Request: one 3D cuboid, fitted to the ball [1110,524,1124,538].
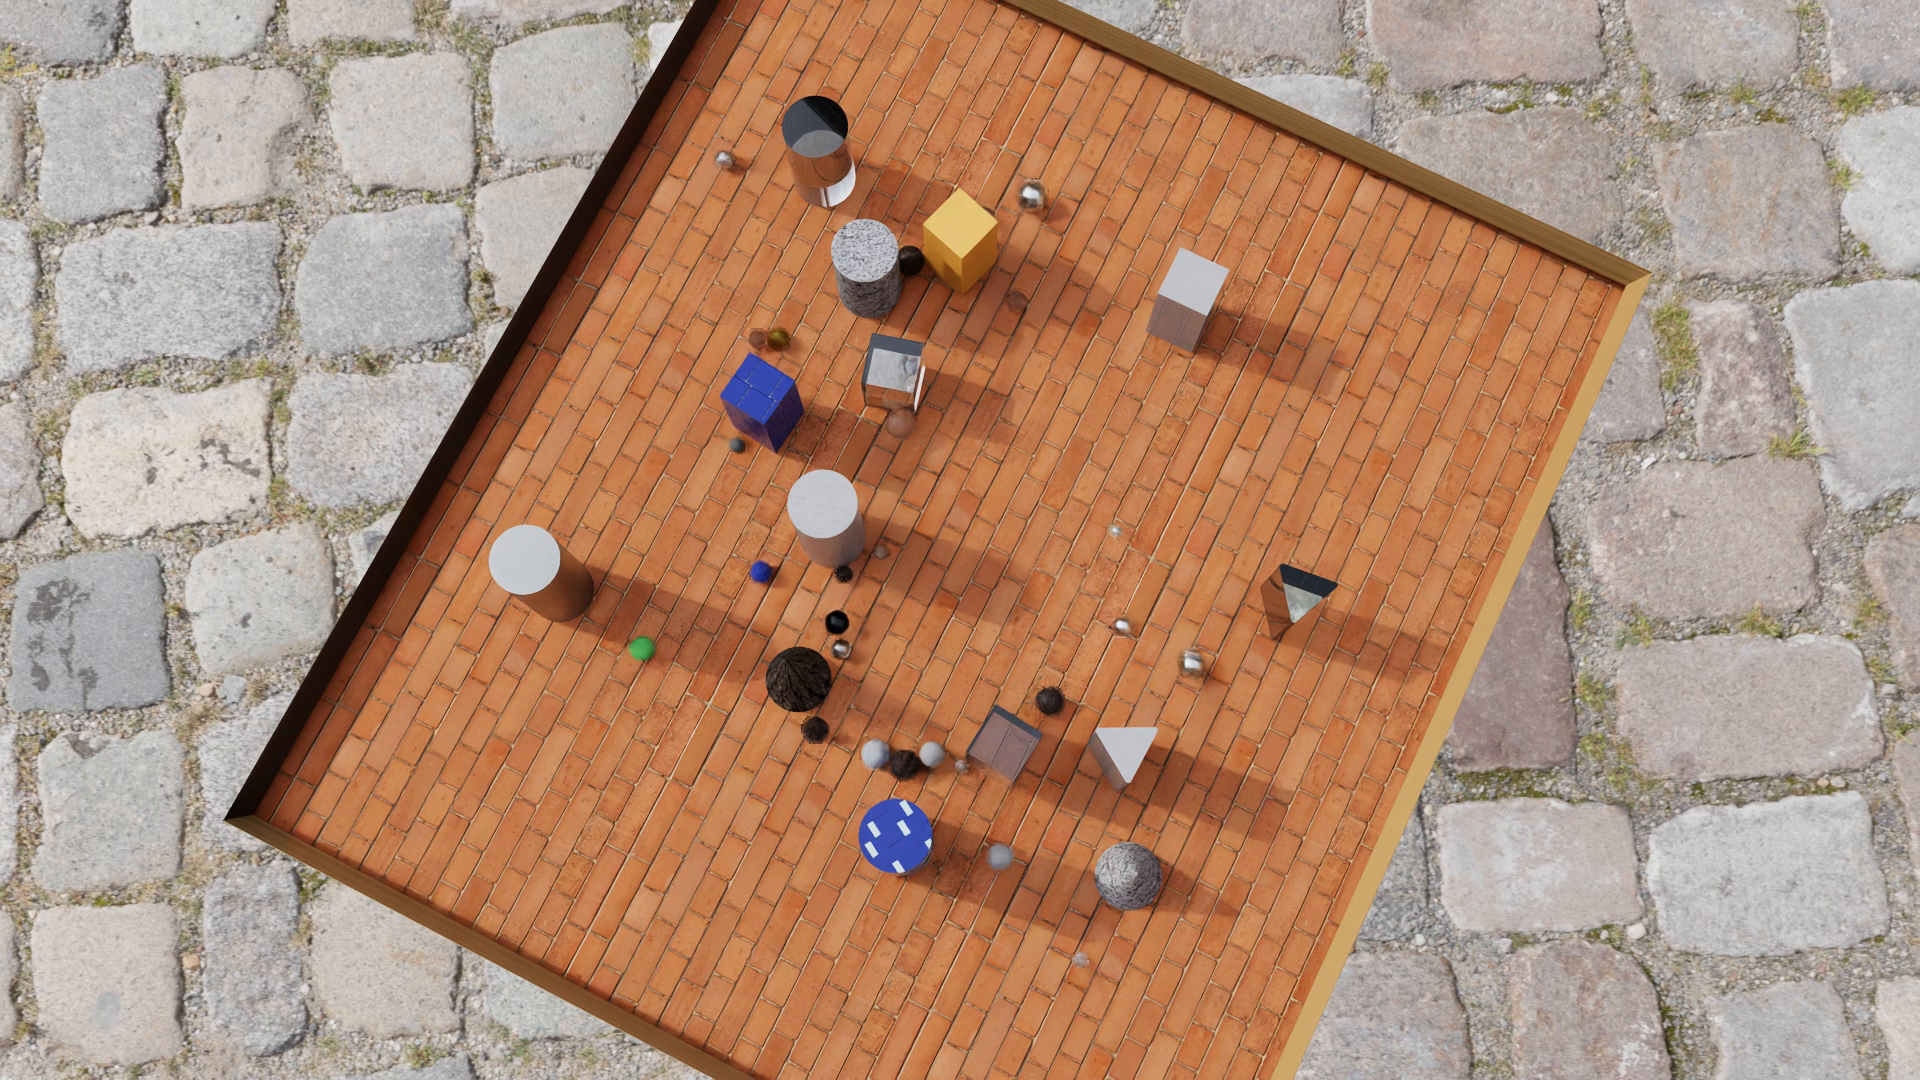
[{"bbox_3d":[0.478,-0.026,5.601,0.041,0.041,0.041,0,78,0],"label":"ball"}]

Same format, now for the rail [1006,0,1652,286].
[{"bbox_3d":[0.752,-1.467,5.853,3.077,0.129,0.045,26,80,5],"label":"rail"}]

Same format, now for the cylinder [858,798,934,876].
[{"bbox_3d":[-0.175,0.849,5.198,0.199,0.476,0.199,0,78,0],"label":"cylinder"}]

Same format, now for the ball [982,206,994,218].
[{"bbox_3d":[0.078,-1.023,5.797,0.062,0.062,0.062,0,78,0],"label":"ball"}]

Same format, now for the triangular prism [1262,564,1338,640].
[{"bbox_3d":[0.966,0.160,5.407,0.173,0.345,0.150,-39,81,-7],"label":"triangular prism"}]

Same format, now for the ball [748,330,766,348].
[{"bbox_3d":[-0.631,-0.626,5.717,0.057,0.057,0.057,0,78,0],"label":"ball"}]

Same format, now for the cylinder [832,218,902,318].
[{"bbox_3d":[-0.284,-0.828,5.617,0.199,0.336,0.199,0,78,0],"label":"cylinder"}]

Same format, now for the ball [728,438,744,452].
[{"bbox_3d":[-0.690,-0.293,5.654,0.046,0.046,0.046,0,78,0],"label":"ball"}]

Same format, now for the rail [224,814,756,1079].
[{"bbox_3d":[-0.752,1.480,5.243,3.077,0.129,0.045,26,80,5],"label":"rail"}]

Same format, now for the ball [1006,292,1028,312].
[{"bbox_3d":[0.180,-0.745,5.736,0.068,0.068,0.068,0,78,0],"label":"ball"}]

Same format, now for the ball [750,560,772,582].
[{"bbox_3d":[-0.604,0.096,5.563,0.067,0.067,0.067,0,78,0],"label":"ball"}]

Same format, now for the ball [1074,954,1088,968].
[{"bbox_3d":[0.354,1.228,5.342,0.040,0.040,0.040,0,78,0],"label":"ball"}]

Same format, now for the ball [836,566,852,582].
[{"bbox_3d":[-0.352,0.103,5.569,0.052,0.052,0.052,0,78,0],"label":"ball"}]

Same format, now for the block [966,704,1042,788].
[{"bbox_3d":[0.126,0.604,5.330,0.159,0.317,0.159,32,80,6],"label":"block"}]

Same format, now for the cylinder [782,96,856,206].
[{"bbox_3d":[-0.434,-1.197,5.667,0.199,0.386,0.199,0,78,0],"label":"cylinder"}]

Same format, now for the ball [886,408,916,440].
[{"bbox_3d":[-0.183,-0.357,5.643,0.094,0.094,0.094,0,78,0],"label":"ball"}]

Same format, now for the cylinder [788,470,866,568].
[{"bbox_3d":[-0.388,-0.057,5.399,0.199,0.449,0.199,0,78,0],"label":"cylinder"}]

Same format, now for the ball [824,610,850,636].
[{"bbox_3d":[-0.372,0.249,5.527,0.075,0.075,0.075,0,78,0],"label":"ball"}]

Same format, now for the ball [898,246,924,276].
[{"bbox_3d":[-0.158,-0.877,5.750,0.095,0.095,0.095,0,78,0],"label":"ball"}]

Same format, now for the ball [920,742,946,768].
[{"bbox_3d":[-0.082,0.637,5.445,0.078,0.078,0.078,0,78,0],"label":"ball"}]

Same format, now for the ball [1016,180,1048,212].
[{"bbox_3d":[0.226,-1.084,5.790,0.100,0.100,0.100,0,78,0],"label":"ball"}]

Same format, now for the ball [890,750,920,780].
[{"bbox_3d":[-0.164,0.666,5.434,0.089,0.089,0.089,0,78,0],"label":"ball"}]

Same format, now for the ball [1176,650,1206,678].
[{"bbox_3d":[0.693,0.374,5.496,0.085,0.085,0.085,0,78,0],"label":"ball"}]

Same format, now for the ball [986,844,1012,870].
[{"bbox_3d":[0.116,0.933,5.384,0.077,0.077,0.077,0,78,0],"label":"ball"}]

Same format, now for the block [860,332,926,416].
[{"bbox_3d":[-0.202,-0.505,5.596,0.159,0.246,0.159,11,79,2],"label":"block"}]

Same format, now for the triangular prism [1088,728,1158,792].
[{"bbox_3d":[0.488,0.603,5.297,0.150,0.382,0.173,-30,80,-6],"label":"triangular prism"}]

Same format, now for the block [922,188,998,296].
[{"bbox_3d":[0.002,-0.912,5.634,0.159,0.336,0.159,43,81,8],"label":"block"}]

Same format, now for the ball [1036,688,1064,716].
[{"bbox_3d":[0.267,0.482,5.474,0.084,0.084,0.084,0,78,0],"label":"ball"}]

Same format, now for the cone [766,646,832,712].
[{"bbox_3d":[-0.487,0.377,5.321,0.199,0.427,0.199,0,78,0],"label":"cone"}]

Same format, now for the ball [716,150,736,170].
[{"bbox_3d":[-0.747,-1.212,5.835,0.063,0.063,0.063,0,78,0],"label":"ball"}]

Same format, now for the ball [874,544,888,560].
[{"bbox_3d":[-0.240,0.036,5.585,0.047,0.047,0.047,0,78,0],"label":"ball"}]

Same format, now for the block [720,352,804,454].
[{"bbox_3d":[-0.593,-0.409,5.527,0.159,0.342,0.159,33,80,6],"label":"block"}]

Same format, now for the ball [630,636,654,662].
[{"bbox_3d":[-0.957,0.327,5.511,0.074,0.074,0.074,0,78,0],"label":"ball"}]

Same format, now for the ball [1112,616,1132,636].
[{"bbox_3d":[0.488,0.259,5.531,0.062,0.062,0.062,0,78,0],"label":"ball"}]

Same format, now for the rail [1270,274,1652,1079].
[{"bbox_3d":[1.355,0.670,5.411,0.045,0.129,3.412,26,80,5],"label":"rail"}]

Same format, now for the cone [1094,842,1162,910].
[{"bbox_3d":[0.497,0.962,5.264,0.199,0.301,0.199,0,78,0],"label":"cone"}]

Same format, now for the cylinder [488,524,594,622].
[{"bbox_3d":[-1.216,0.103,5.350,0.199,0.480,0.199,0,78,0],"label":"cylinder"}]

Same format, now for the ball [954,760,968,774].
[{"bbox_3d":[0.005,0.674,5.456,0.041,0.041,0.041,0,78,0],"label":"ball"}]

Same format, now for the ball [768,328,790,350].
[{"bbox_3d":[-0.567,-0.625,5.711,0.068,0.068,0.068,0,78,0],"label":"ball"}]

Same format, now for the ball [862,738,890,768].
[{"bbox_3d":[-0.250,0.634,5.441,0.088,0.088,0.088,0,78,0],"label":"ball"}]

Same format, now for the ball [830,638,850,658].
[{"bbox_3d":[-0.359,0.328,5.518,0.061,0.061,0.061,0,78,0],"label":"ball"}]

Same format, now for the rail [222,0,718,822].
[{"bbox_3d":[-1.355,-0.657,5.685,0.045,0.129,3.412,26,80,5],"label":"rail"}]

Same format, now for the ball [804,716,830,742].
[{"bbox_3d":[-0.428,0.565,5.461,0.076,0.076,0.076,0,78,0],"label":"ball"}]

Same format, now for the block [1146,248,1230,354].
[{"bbox_3d":[0.689,-0.726,5.582,0.159,0.363,0.159,26,79,5],"label":"block"}]
